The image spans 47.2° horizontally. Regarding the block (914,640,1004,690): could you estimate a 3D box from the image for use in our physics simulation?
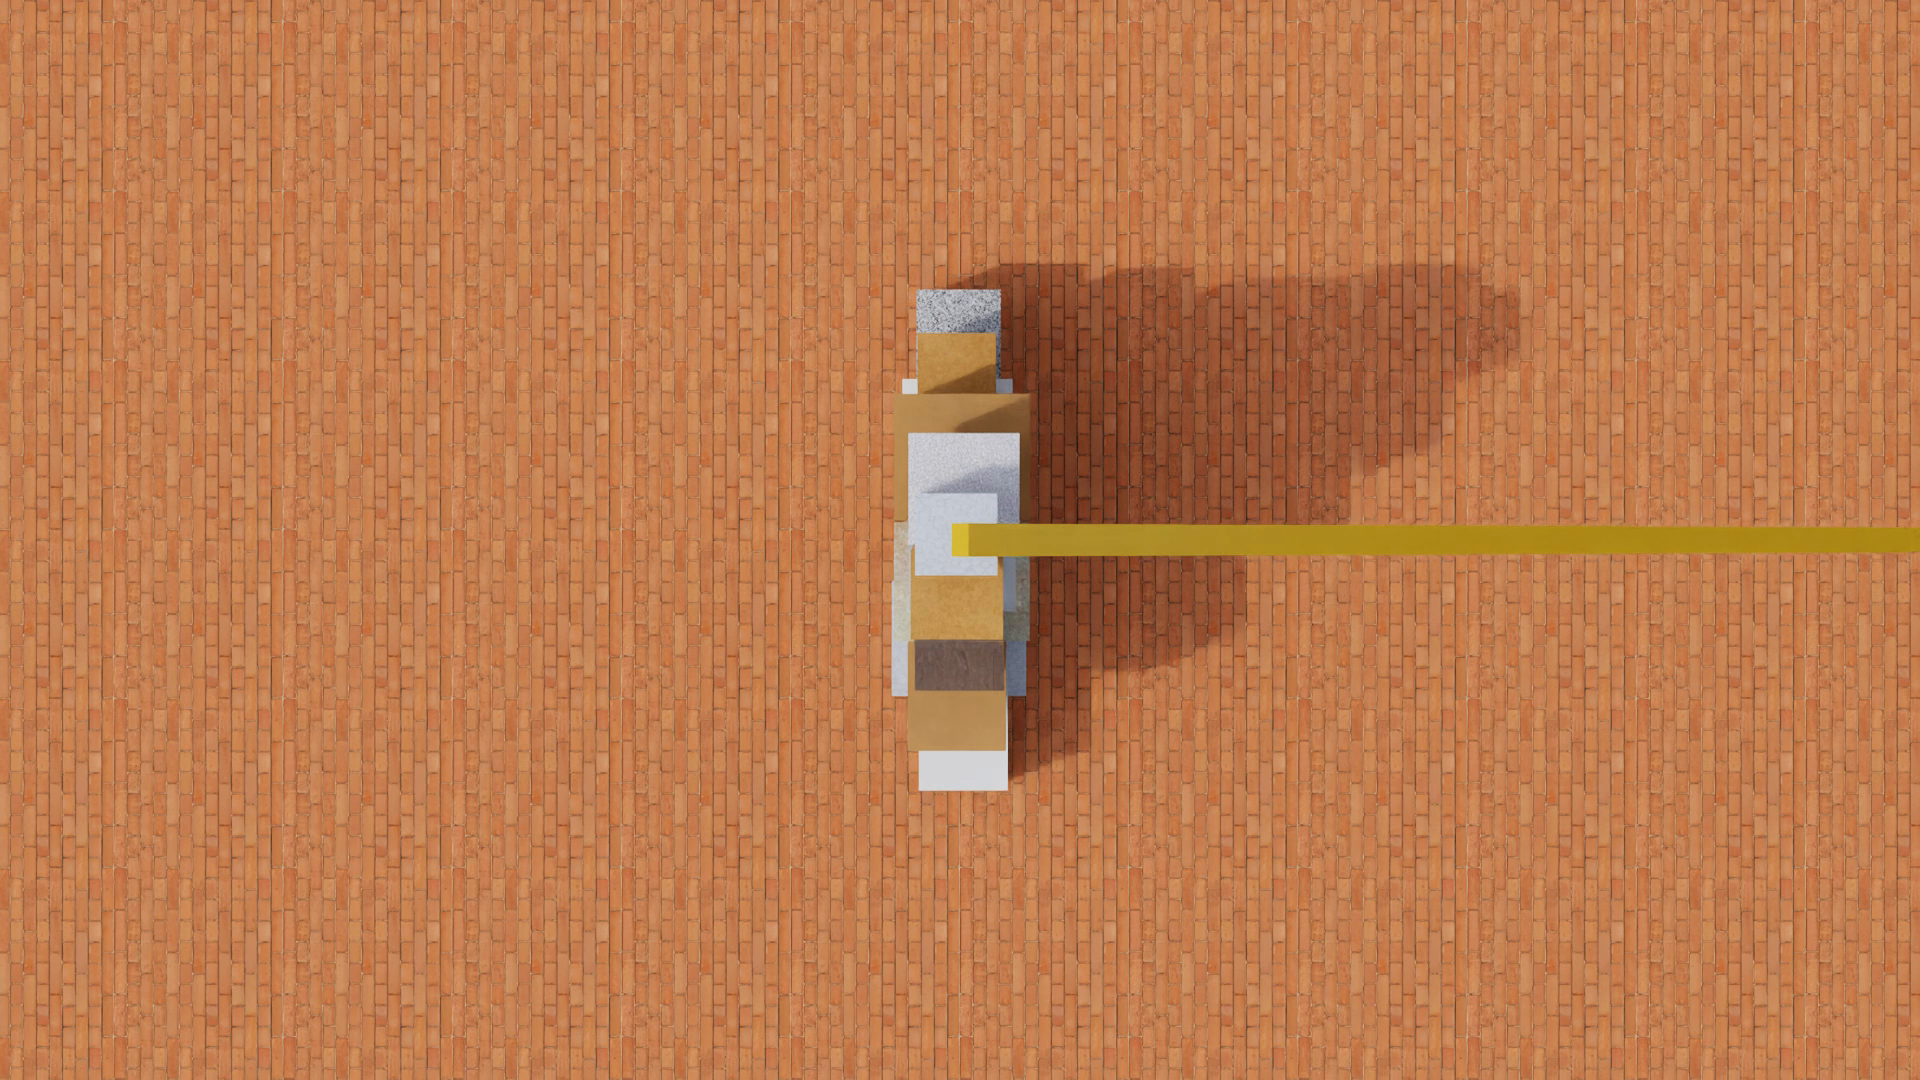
[{"bbox_3d":[-0.002,0.569,11.376,0.454,0.387,0.376,0,93,0],"label":"block"}]

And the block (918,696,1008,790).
[{"bbox_3d":[0.019,1.154,12.776,0.507,0.449,0.550,0,90,0],"label":"block"}]

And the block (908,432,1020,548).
[{"bbox_3d":[0.019,-0.237,10.814,0.532,0.531,0.541,0,89,0],"label":"block"}]

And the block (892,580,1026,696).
[{"bbox_3d":[-0.005,0.550,12.626,0.749,0.747,0.637,0,90,0],"label":"block"}]

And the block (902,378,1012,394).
[{"bbox_3d":[-0.014,-0.594,12.676,0.619,0.649,0.623,0,90,0],"label":"block"}]

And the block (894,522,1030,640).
[{"bbox_3d":[0.010,0.219,11.911,0.715,0.683,0.622,0,90,0],"label":"block"}]

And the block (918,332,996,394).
[{"bbox_3d":[-0.018,-0.902,12.152,0.428,0.398,0.447,0,90,0],"label":"block"}]

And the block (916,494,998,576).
[{"bbox_3d":[-0.017,-0.023,10.382,0.383,0.324,0.383,0,89,0],"label":"block"}]

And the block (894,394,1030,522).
[{"bbox_3d":[0.011,-0.425,11.550,0.696,0.565,0.649,0,90,0],"label":"block"}]

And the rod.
[{"bbox_3d":[2.234,0.000,6.662,5.200,0.080,0.080,0,90,-31],"label":"rod"}]

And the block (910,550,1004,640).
[{"bbox_3d":[-0.014,0.268,10.862,0.447,0.426,0.439,0,90,0],"label":"block"}]

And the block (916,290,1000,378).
[{"bbox_3d":[-0.007,-1.173,12.777,0.482,0.446,0.514,0,90,0],"label":"block"}]

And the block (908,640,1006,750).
[{"bbox_3d":[-0.017,0.834,11.996,0.524,0.514,0.583,0,90,0],"label":"block"}]

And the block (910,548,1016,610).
[{"bbox_3d":[0.012,0.131,11.323,0.535,0.495,0.453,0,90,0],"label":"block"}]
